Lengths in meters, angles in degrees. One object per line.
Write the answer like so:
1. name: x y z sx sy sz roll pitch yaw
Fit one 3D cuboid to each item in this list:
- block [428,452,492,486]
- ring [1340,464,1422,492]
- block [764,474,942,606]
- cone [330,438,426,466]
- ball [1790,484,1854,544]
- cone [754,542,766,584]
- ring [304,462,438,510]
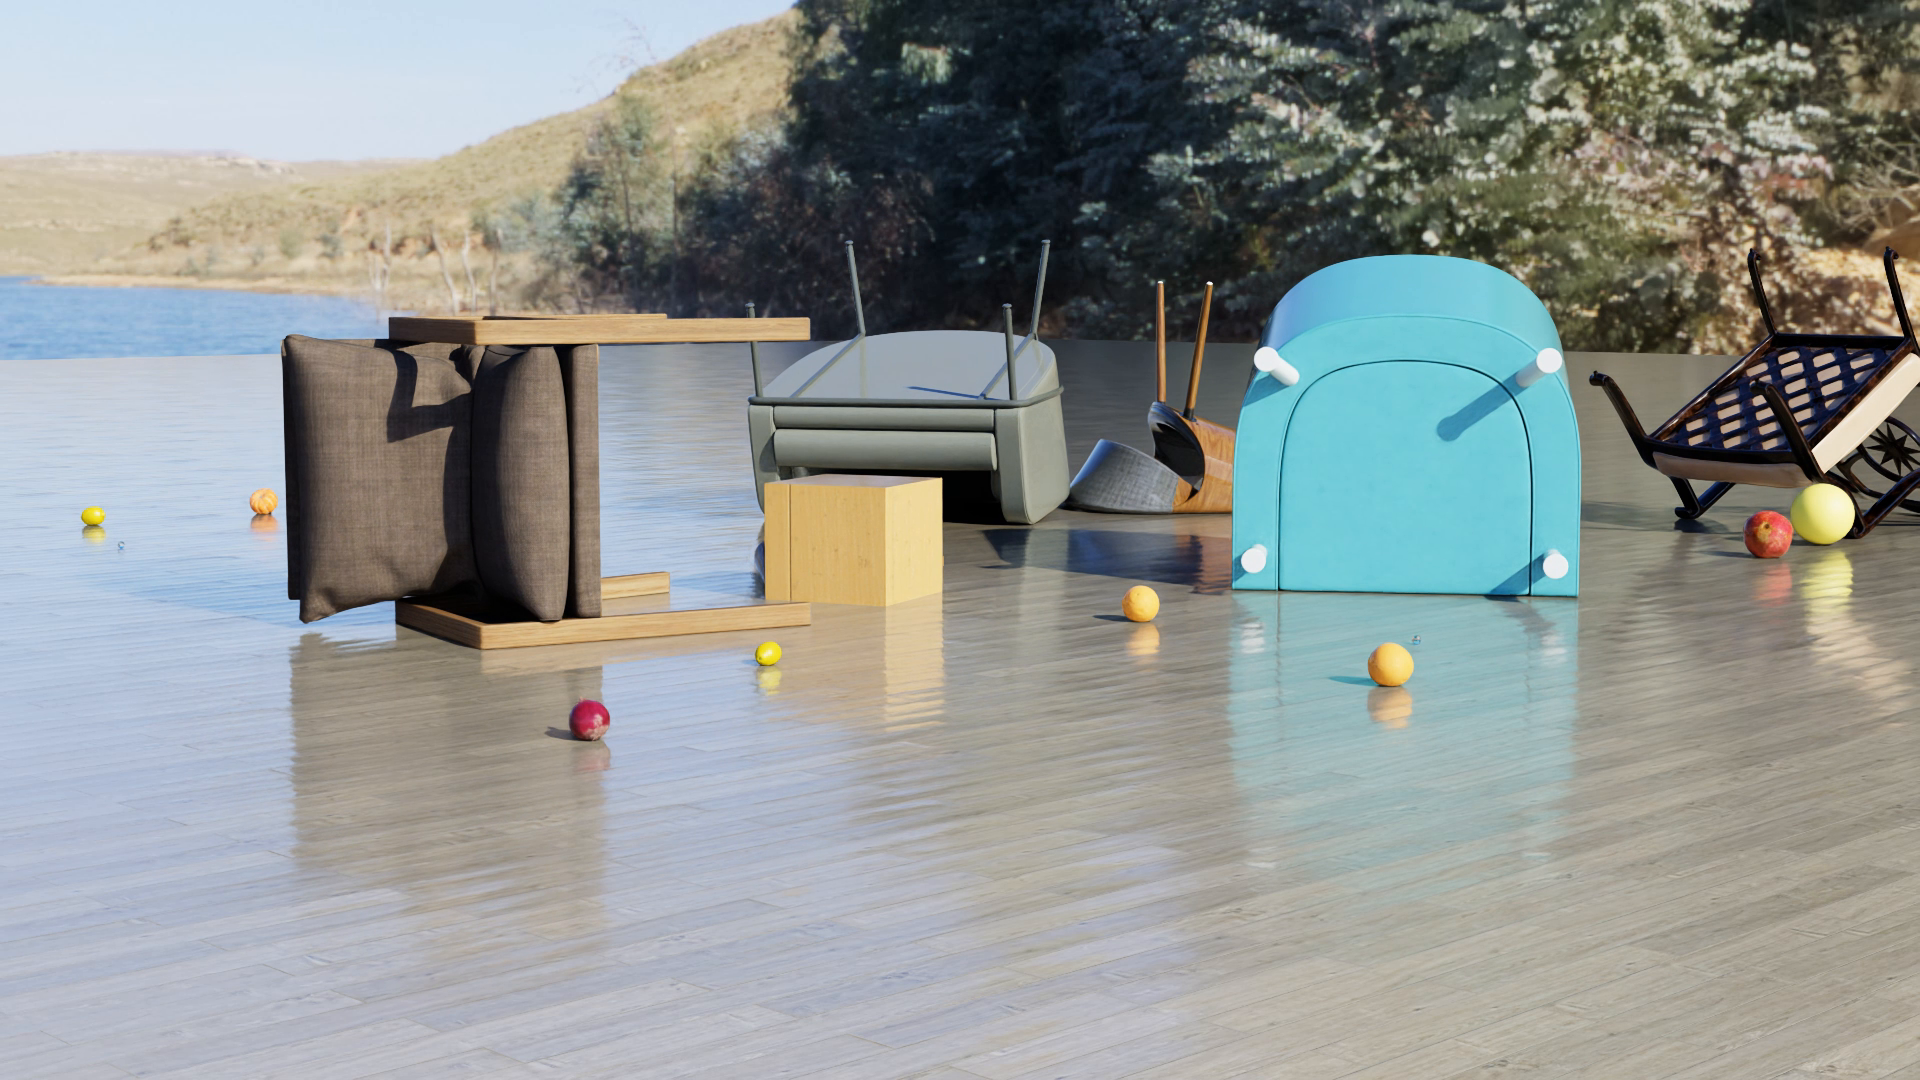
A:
1. block: -1.592 -0.229 8.178 0.131 0.094 0.158 3 7 28
2. ring: 1.293 -0.190 7.895 0.285 0.075 0.203 -5 6 -32
3. block: -0.217 -0.004 5.291 0.273 0.238 0.271 3 6 24
4. cone: -1.724 -0.162 7.529 0.309 0.206 0.160 -26 -19 -30
5. ball: 2.114 -0.063 6.289 0.150 0.150 0.150 0 6 0
6. cone: -0.394 0.073 5.461 0.118 0.105 0.158 -10 23 10
7. ring: -1.681 -0.154 7.326 0.380 0.114 0.207 -2 14 -8
